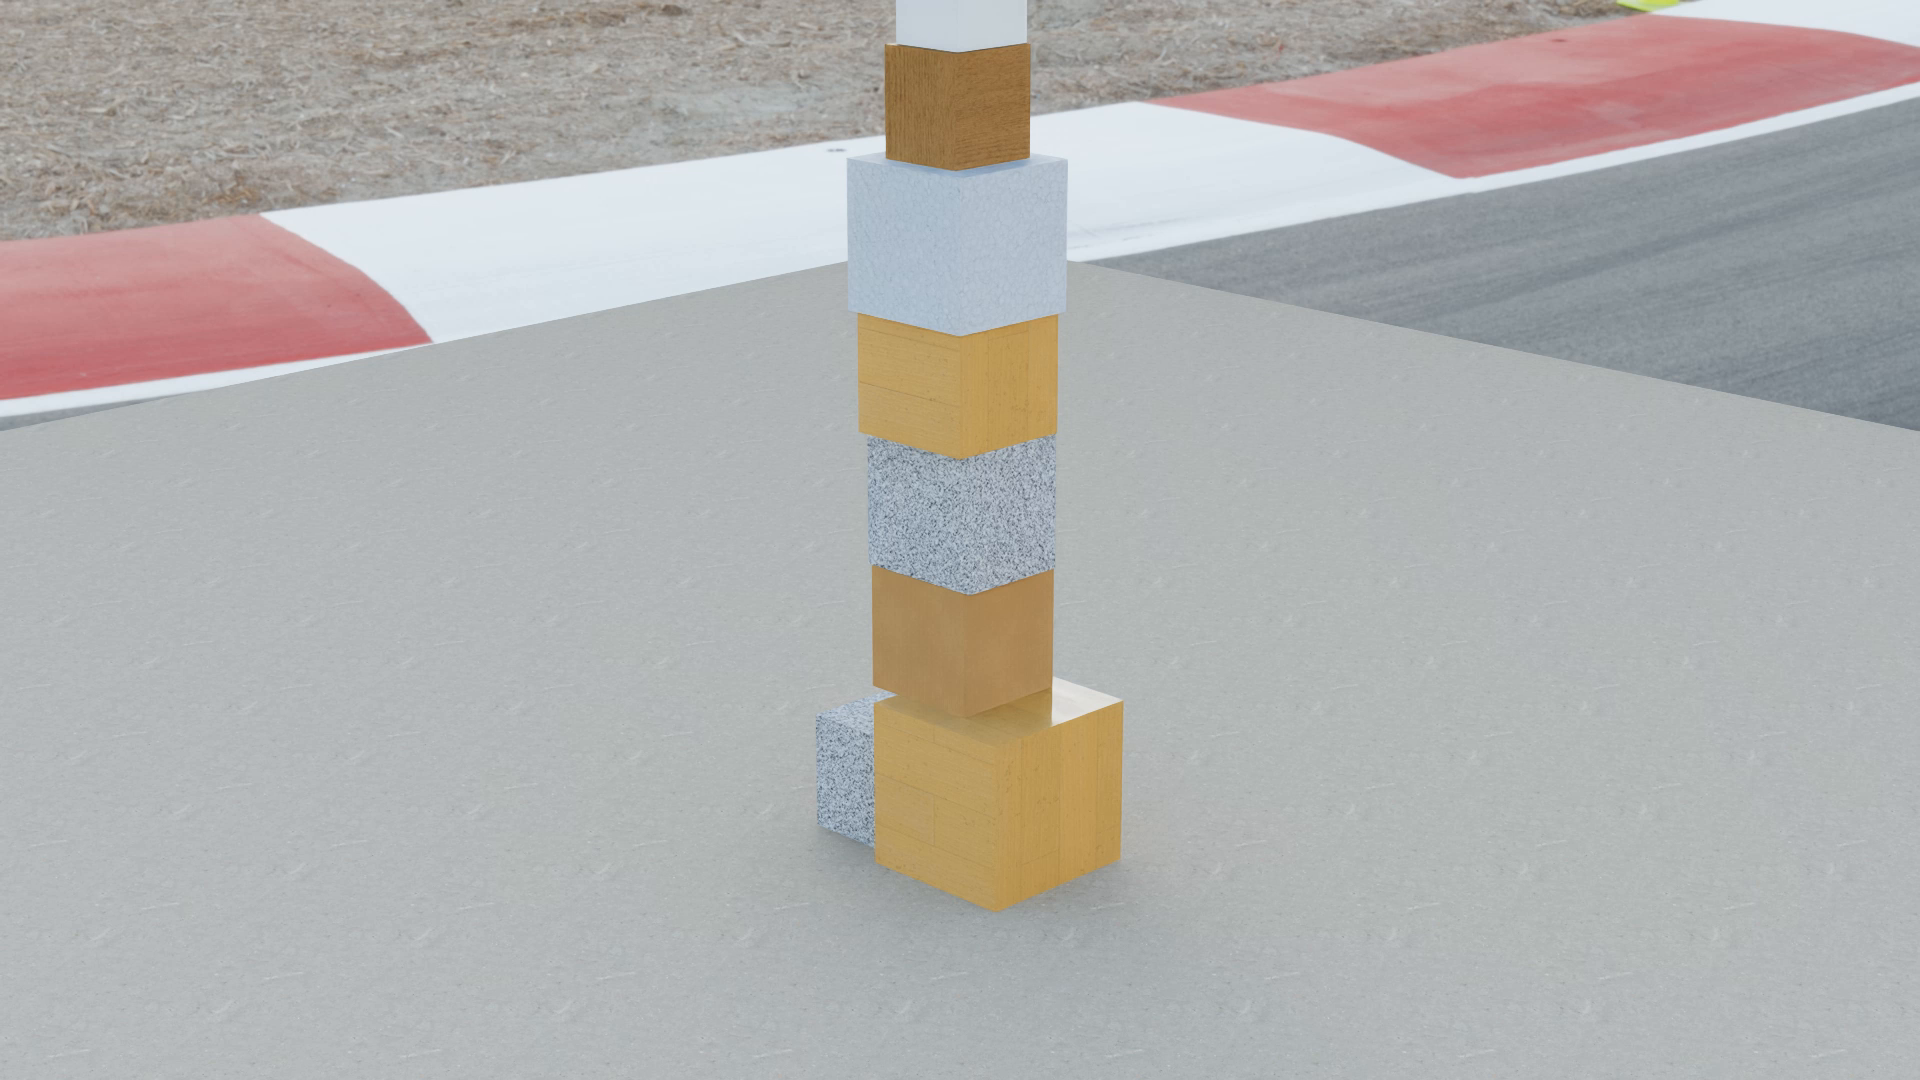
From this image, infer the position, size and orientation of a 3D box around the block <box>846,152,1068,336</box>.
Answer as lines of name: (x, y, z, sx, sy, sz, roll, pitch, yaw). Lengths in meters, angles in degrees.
block: (-0.013, -1.341, 12.907, 0.665, 0.682, 0.703, -17, 24, -42)

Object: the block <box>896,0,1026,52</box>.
block: (0.007, -2.309, 12.623, 0.419, 0.340, 0.378, -17, 24, -42)

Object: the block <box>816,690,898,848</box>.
block: (-0.293, 1.084, 13.960, 0.590, 0.562, 0.510, -17, 24, -42)

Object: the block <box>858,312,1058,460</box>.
block: (-0.010, -0.750, 13.096, 0.618, 0.560, 0.643, -17, 24, -42)

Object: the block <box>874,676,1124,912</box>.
block: (0.177, 1.112, 13.491, 0.833, 0.788, 0.778, -17, 24, -42)

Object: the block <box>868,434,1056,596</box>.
block: (0.006, -0.185, 13.290, 0.551, 0.635, 0.653, -17, 24, -42)

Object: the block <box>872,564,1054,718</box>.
block: (0.013, 0.396, 13.479, 0.581, 0.586, 0.594, -17, 24, -42)

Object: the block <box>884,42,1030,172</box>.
block: (-0.010, -1.905, 12.733, 0.461, 0.498, 0.431, -17, 24, -42)
